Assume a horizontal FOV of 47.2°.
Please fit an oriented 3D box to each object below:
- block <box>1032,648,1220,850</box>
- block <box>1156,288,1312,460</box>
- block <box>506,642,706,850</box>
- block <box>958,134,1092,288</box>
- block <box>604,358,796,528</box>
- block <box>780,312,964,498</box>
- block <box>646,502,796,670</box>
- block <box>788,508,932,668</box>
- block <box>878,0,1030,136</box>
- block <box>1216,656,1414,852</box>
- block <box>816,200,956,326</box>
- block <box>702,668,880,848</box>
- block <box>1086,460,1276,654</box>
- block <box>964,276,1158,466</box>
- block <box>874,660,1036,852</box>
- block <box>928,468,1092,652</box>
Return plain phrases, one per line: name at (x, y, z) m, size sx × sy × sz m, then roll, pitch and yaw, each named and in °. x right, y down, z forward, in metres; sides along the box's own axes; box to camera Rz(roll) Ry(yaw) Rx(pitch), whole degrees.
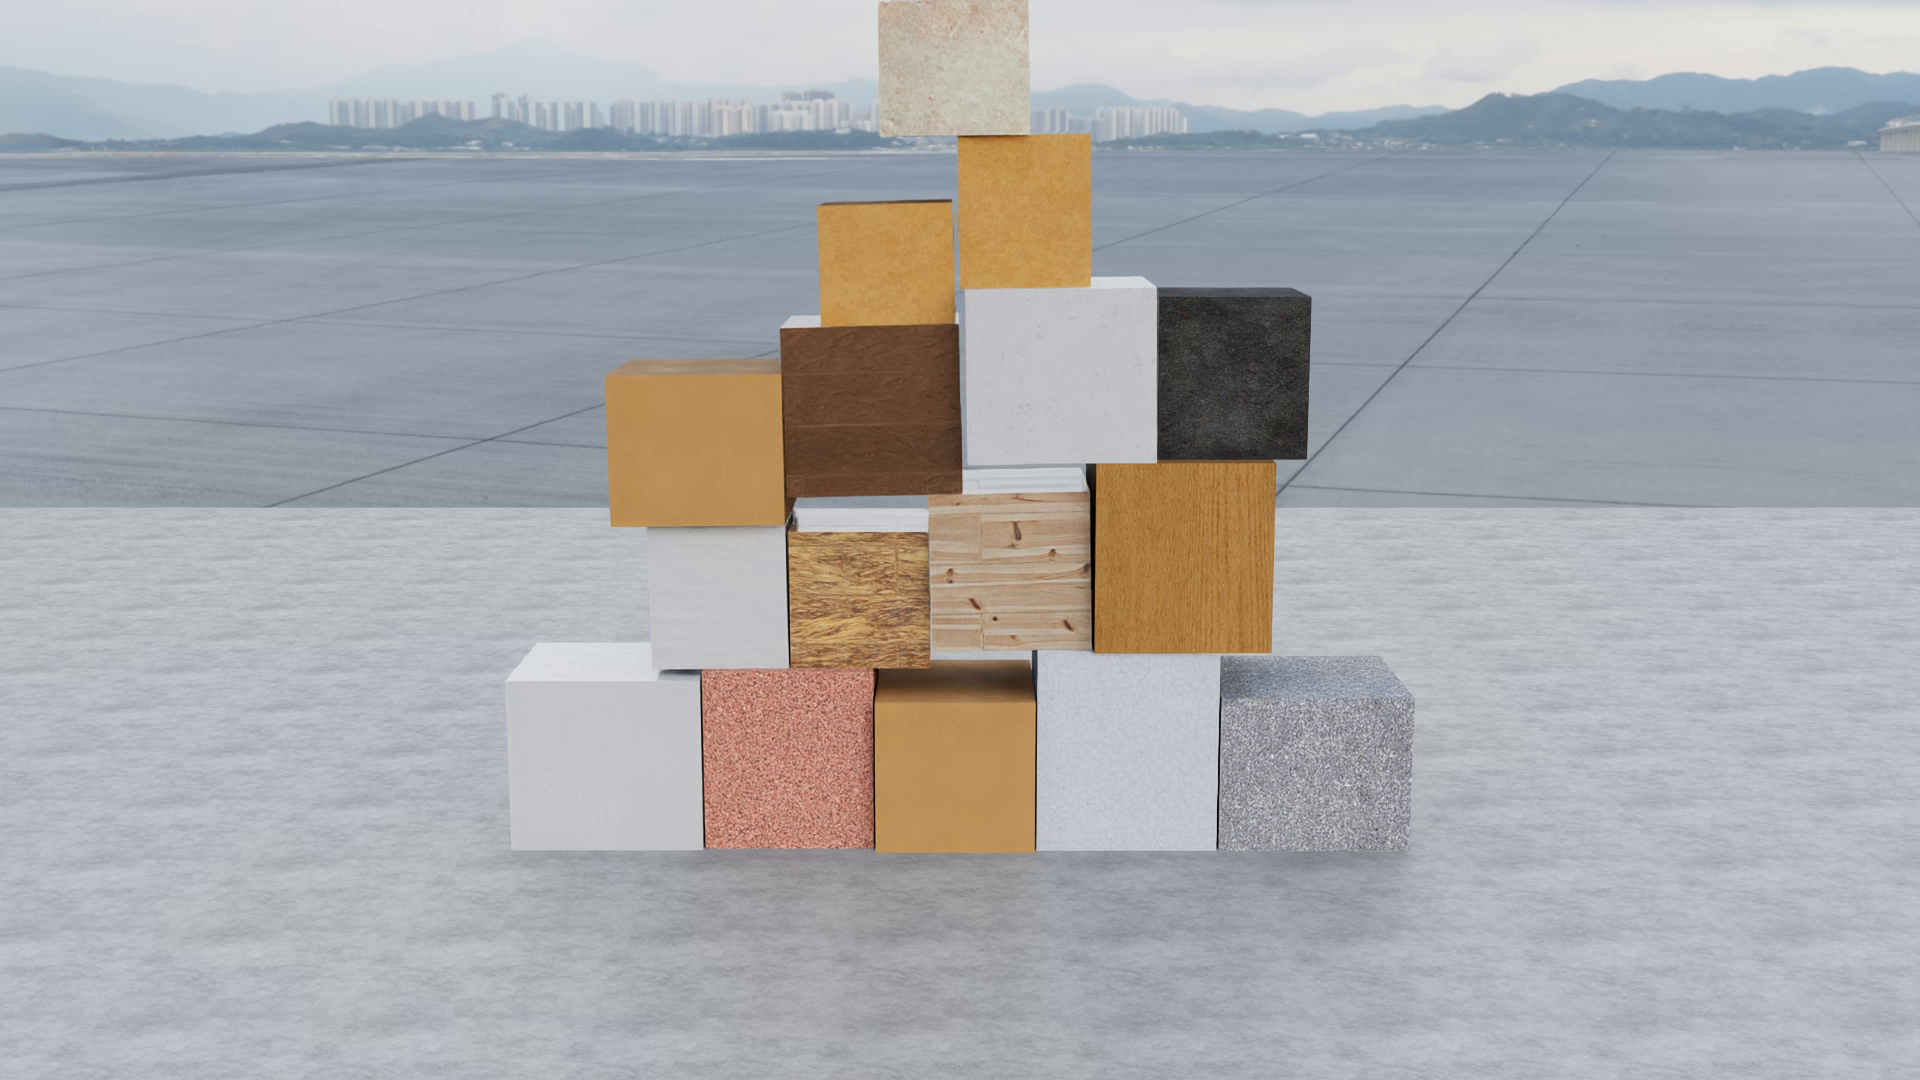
block at (0.833, 0.974, 11.363) m, size 0.900 × 1.018 × 0.896 m, roll 0°, pitch 10°, yaw 0°
block at (1.332, -0.846, 11.039) m, size 0.736 × 0.795 × 0.692 m, roll 0°, pitch 10°, yaw 0°
block at (-1.767, 1.050, 11.353) m, size 0.960 × 0.872 × 0.843 m, roll 0°, pitch 10°, yaw 0°
block at (0.312, -1.633, 10.869) m, size 0.634 × 0.728 × 0.614 m, roll -1°, pitch 10°, yaw 0°
block at (-1.286, -0.504, 11.088) m, size 0.852 × 0.738 × 0.813 m, roll -1°, pitch 10°, yaw 0°
block at (-0.428, -0.692, 11.058) m, size 0.864 × 0.829 × 0.759 m, roll -1°, pitch 10°, yaw 0°
block at (-1.196, 0.219, 11.212) m, size 0.679 × 0.732 × 0.682 m, roll -1°, pitch 10°, yaw 0°
block at (-0.497, 0.238, 11.231) m, size 0.695 × 0.689 × 0.689 m, roll 0°, pitch 10°, yaw 0°
block at (-0.028, -2.300, 10.774) m, size 0.714 × 0.629 × 0.732 m, roll -1°, pitch 10°, yaw 0°
block at (1.770, 1.088, 11.386) m, size 0.954 × 0.785 × 0.919 m, roll 0°, pitch 10°, yaw 0°
block at (-0.355, -1.387, 10.935) m, size 0.649 × 0.578 × 0.677 m, roll -1°, pitch 10°, yaw 0°
block at (-0.854, 1.027, 11.370) m, size 0.846 × 0.912 × 0.831 m, roll 0°, pitch 10°, yaw 0°
block at (1.096, 0.013, 11.170) m, size 0.871 × 0.943 × 0.899 m, roll 0°, pitch 10°, yaw 0°
block at (0.489, -0.863, 11.013) m, size 0.917 × 0.843 × 0.888 m, roll -1°, pitch 10°, yaw 0°
block at (-0.024, 1.100, 11.363) m, size 0.794 × 0.771 × 0.917 m, roll 0°, pitch 10°, yaw 0°
block at (0.248, 0.088, 11.202) m, size 0.788 × 0.789 × 0.803 m, roll -1°, pitch 10°, yaw 0°
